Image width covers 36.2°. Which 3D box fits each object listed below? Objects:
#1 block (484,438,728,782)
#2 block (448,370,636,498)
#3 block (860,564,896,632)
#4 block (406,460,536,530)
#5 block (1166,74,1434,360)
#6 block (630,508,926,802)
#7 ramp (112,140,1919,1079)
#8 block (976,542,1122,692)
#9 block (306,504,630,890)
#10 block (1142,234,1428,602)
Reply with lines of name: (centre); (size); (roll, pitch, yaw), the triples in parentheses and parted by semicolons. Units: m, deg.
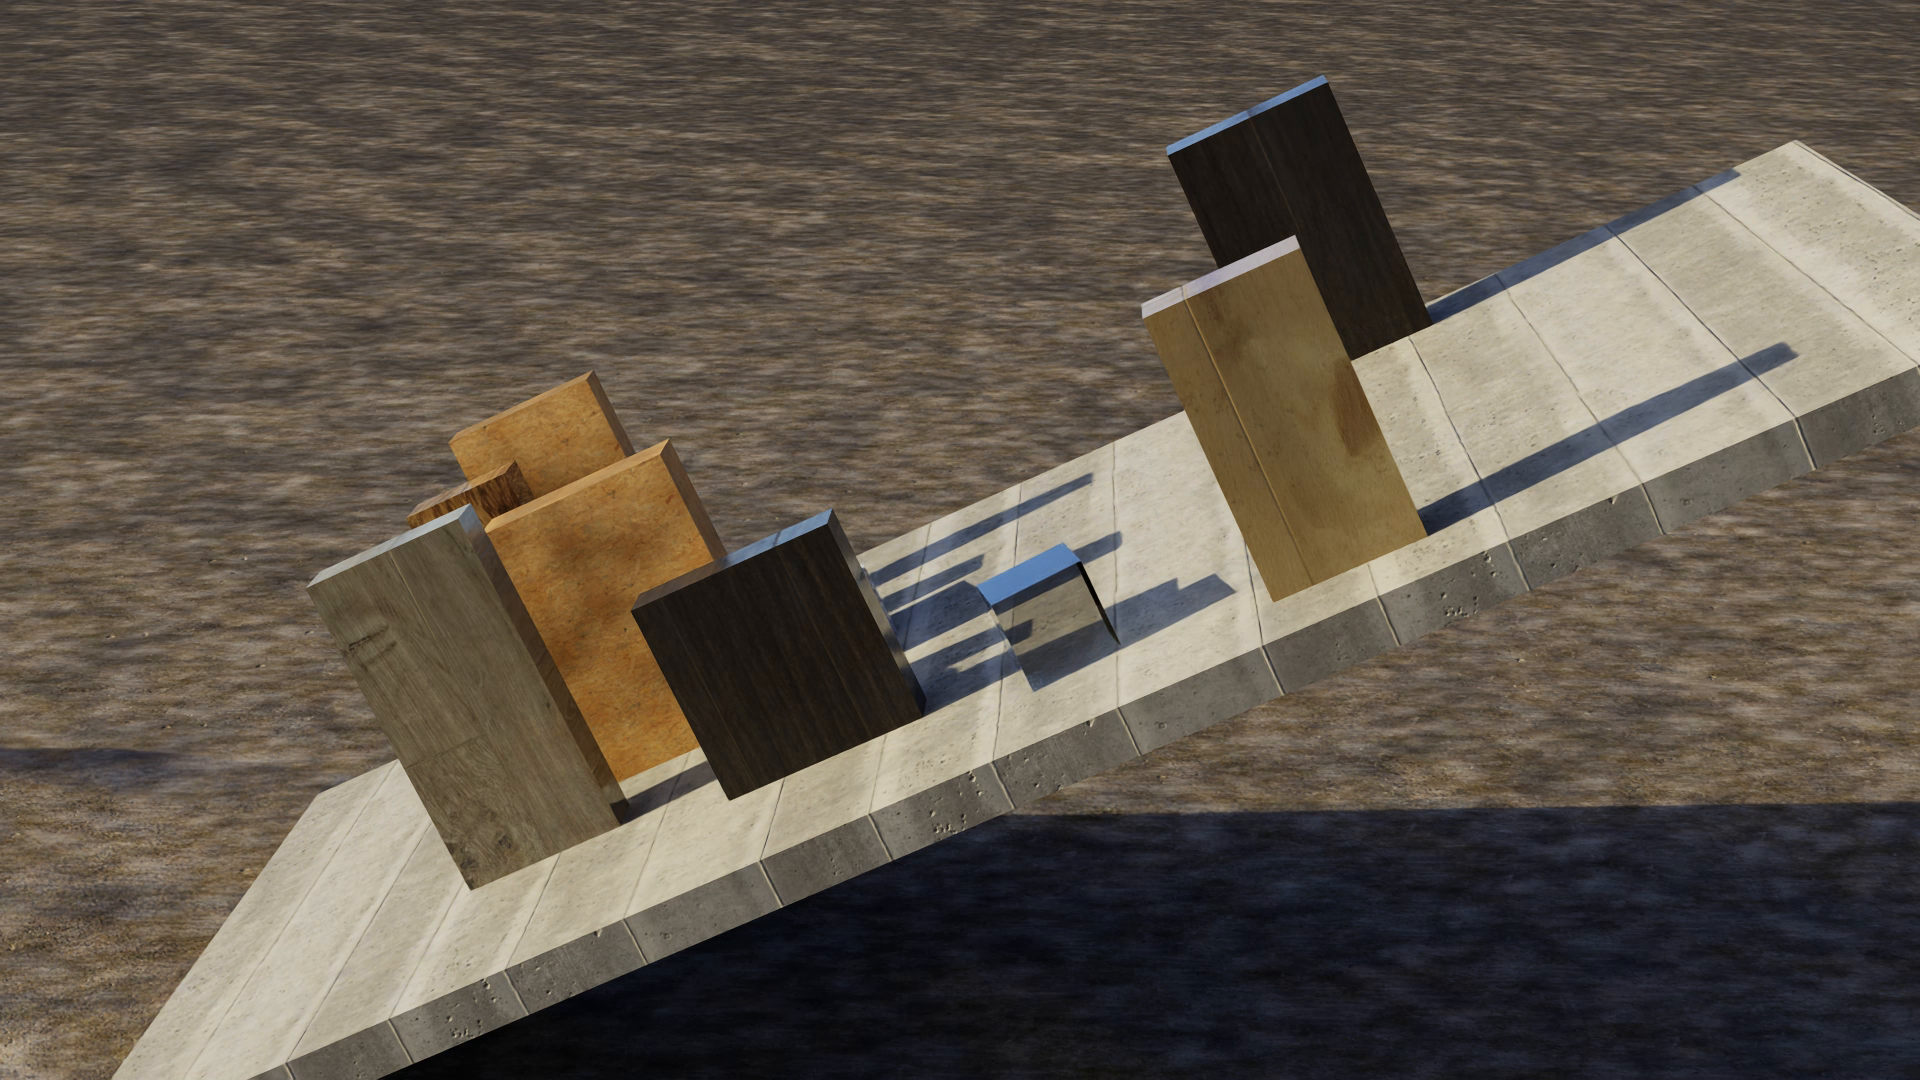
block: (-0.686, 0.157, 6.297); (0.429, 0.613, 0.138); (-24, 13, 9)
block: (-0.861, 0.013, 6.906); (0.360, 0.739, 0.102); (-24, 13, 9)
block: (-0.264, 0.157, 6.501); (0.162, 0.162, 0.162); (-28, 13, -10)
block: (-0.972, 0.178, 6.637); (0.248, 0.666, 0.120); (-24, 13, 9)
block: (0.792, -0.711, 6.868); (0.399, 0.619, 0.140); (-24, 13, 9)
block: (-0.354, 0.227, 5.797); (0.427, 0.433, 0.115); (-24, 13, 9)
ramp: (0.135, 0.169, 6.282); (4.000, 0.100, 2.000); (-24, 13, 9)
block: (0.170, 0.147, 5.661); (0.189, 0.189, 0.189); (-27, 13, -3)
block: (-1.000, 0.324, 6.013); (0.349, 0.715, 0.122); (-24, 13, 9)
block: (0.596, -0.221, 5.405); (0.308, 0.587, 0.136); (-24, 13, 9)
